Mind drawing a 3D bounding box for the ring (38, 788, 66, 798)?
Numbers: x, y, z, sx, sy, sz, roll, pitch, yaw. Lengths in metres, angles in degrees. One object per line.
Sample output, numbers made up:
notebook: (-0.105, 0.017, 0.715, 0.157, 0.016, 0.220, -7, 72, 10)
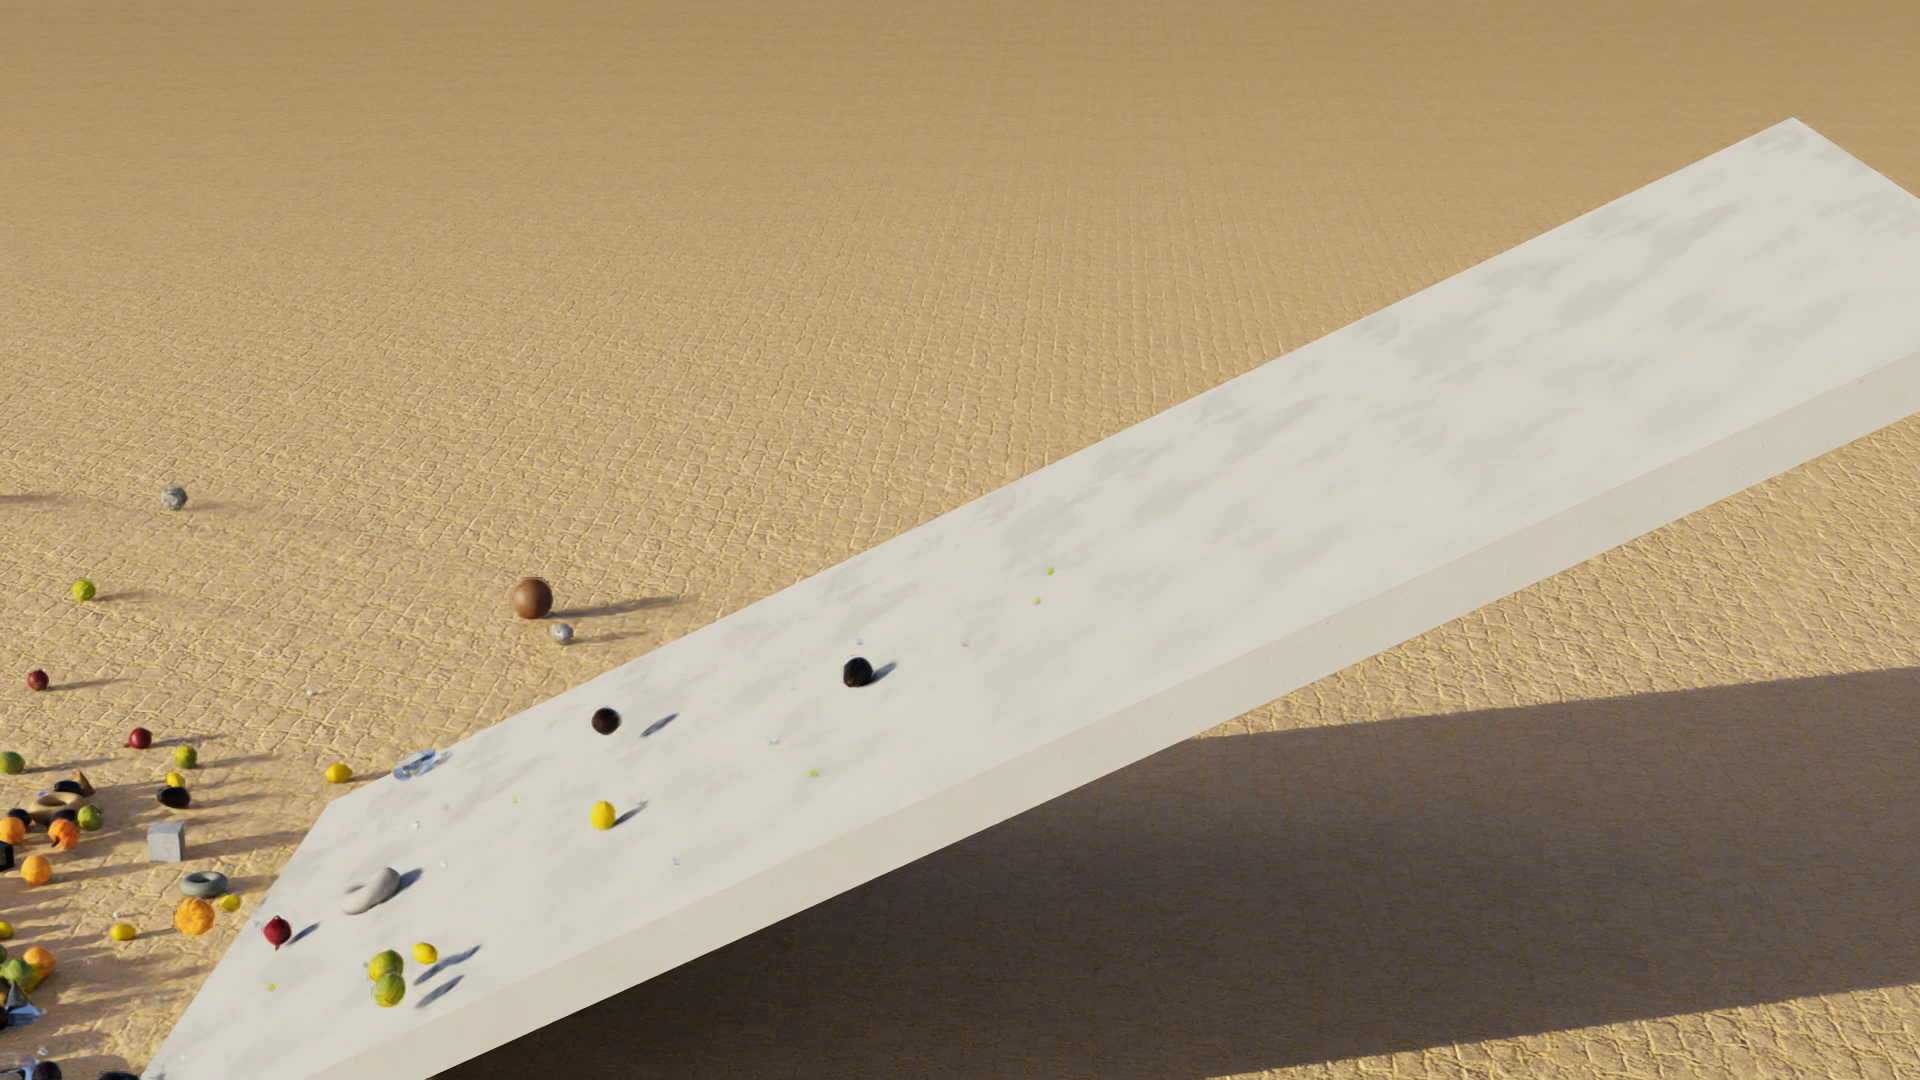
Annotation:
ring: (-2.414, 0.679, 7.822, 0.076, 0.025, 0.076, 1, 17, 0)

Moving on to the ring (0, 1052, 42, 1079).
ring: (-2.023, 1.134, 6.245, 0.143, 0.048, 0.143, 1, 17, 0)

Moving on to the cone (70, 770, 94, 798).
cone: (-2.350, 0.645, 7.859, 0.069, 0.069, 0.069, 0, 16, 0)

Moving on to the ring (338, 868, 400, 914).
ring: (-1.302, 0.773, 6.481, 0.146, 0.049, 0.146, -27, 13, 7)

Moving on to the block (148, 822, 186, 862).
block: (-2.007, 0.765, 7.439, 0.077, 0.077, 0.077, -1, 17, -4)

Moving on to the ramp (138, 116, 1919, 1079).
ramp: (0.138, 0.168, 6.281, 4.000, 0.100, 2.000, -25, 14, 10)

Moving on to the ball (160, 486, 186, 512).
ball: (-2.808, -0.148, 10.504, 0.090, 0.090, 0.090, 0, 16, 0)

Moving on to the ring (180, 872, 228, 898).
ring: (-1.859, 0.847, 7.229, 0.115, 0.038, 0.115, -1, 15, 0)

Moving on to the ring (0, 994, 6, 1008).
ring: (-2.177, 1.040, 6.590, 0.092, 0.031, 0.092, 1, 15, 0)

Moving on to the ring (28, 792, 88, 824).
ring: (-2.361, 0.703, 7.699, 0.149, 0.050, 0.149, 0, 18, 0)

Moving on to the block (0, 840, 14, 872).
block: (-2.416, 0.794, 7.373, 0.060, 0.060, 0.060, 12, 21, 36)

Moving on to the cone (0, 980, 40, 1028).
cone: (-2.099, 1.020, 6.543, 0.097, 0.097, 0.097, 0, 16, 0)

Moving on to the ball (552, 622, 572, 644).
ball: (-1.228, 0.288, 9.071, 0.067, 0.067, 0.067, 0, 16, 0)

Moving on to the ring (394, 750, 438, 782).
ring: (-1.367, 0.567, 7.391, 0.123, 0.041, 0.123, -25, 14, 7)
